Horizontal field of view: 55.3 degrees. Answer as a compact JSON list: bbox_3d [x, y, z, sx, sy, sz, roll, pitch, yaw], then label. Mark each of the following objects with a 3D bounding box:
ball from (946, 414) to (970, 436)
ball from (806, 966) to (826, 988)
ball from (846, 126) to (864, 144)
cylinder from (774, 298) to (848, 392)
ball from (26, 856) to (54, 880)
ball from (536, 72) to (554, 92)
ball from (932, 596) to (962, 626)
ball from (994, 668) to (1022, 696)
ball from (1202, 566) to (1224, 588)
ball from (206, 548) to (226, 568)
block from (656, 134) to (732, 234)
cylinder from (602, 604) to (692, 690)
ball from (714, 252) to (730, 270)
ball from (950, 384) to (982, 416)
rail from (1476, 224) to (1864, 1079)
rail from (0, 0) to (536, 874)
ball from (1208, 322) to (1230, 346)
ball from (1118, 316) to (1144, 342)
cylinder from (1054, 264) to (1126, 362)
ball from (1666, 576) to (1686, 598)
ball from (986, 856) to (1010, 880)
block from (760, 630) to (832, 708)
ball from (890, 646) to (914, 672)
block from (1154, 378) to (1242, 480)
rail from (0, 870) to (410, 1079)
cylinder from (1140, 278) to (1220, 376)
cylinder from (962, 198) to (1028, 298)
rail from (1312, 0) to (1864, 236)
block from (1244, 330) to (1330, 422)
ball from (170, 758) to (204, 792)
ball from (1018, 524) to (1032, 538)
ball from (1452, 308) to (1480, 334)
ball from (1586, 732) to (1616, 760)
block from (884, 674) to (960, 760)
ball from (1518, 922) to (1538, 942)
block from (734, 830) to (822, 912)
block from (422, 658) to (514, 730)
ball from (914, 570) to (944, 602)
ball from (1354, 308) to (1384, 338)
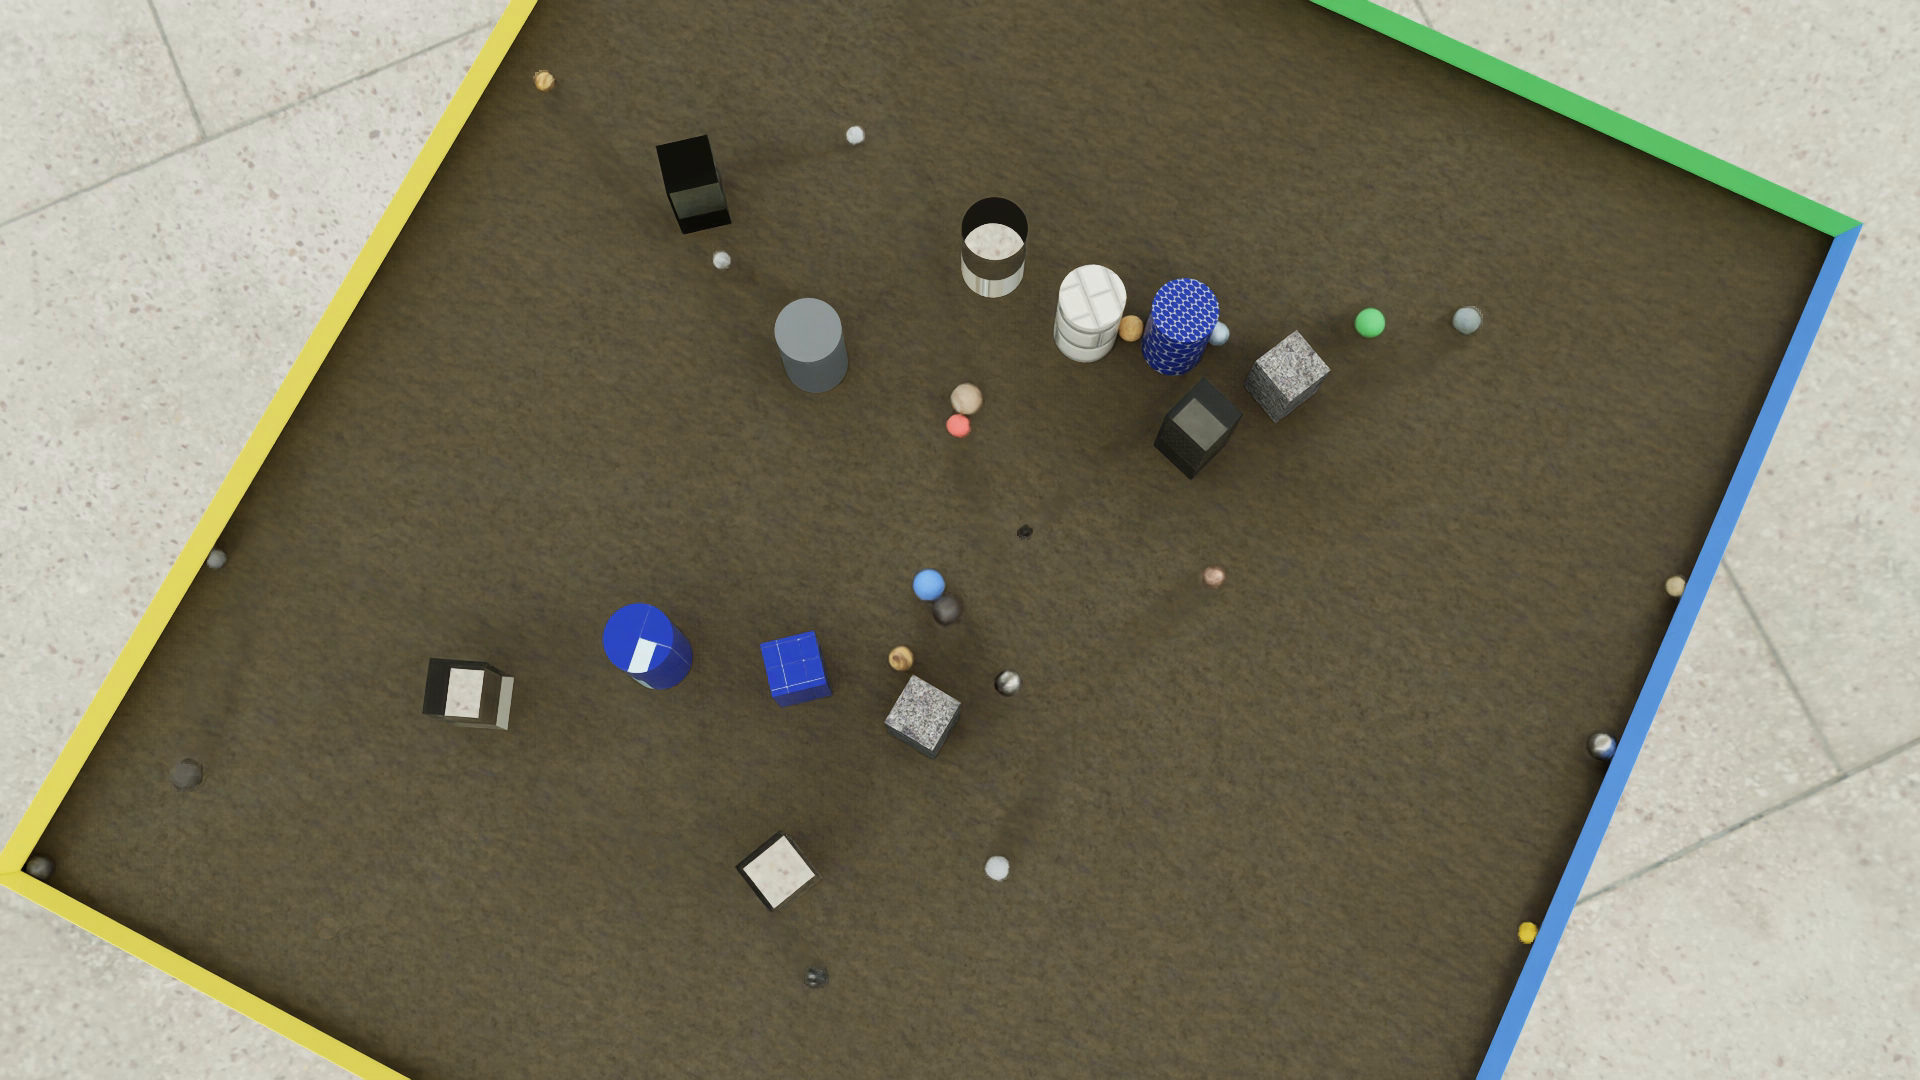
[{"bbox_3d":[-0.006,-0.354,5.654,0.070,0.070,0.070,0,78,0],"label":"ball"},{"bbox_3d":[-0.417,1.269,5.323,0.061,0.061,0.061,0,78,0],"label":"ball"},{"bbox_3d":[-0.337,-1.293,5.856,0.056,0.056,0.056,0,78,0],"label":"ball"},{"bbox_3d":[-0.449,-0.588,5.574,0.199,0.322,0.199,0,78,0],"label":"cylinder"},{"bbox_3d":[-2.700,0.962,5.380,0.070,0.070,0.070,0,78,0],"label":"ball"},{"bbox_3d":[-1.334,-1.471,5.890,0.062,0.062,0.062,0,78,0],"label":"ball"},{"bbox_3d":[-0.039,0.213,5.525,0.092,0.092,0.092,0,78,0],"label":"ball"},{"bbox_3d":[0.145,0.427,5.485,0.084,0.084,0.084,0,78,0],"label":"ball"},{"bbox_3d":[0.767,0.113,5.558,0.069,0.069,0.069,0,78,0],"label":"ball"},{"bbox_3d":[-2.263,0.055,5.576,0.058,0.058,0.058,0,78,0],"label":"ball"},{"bbox_3d":[-0.821,-1.097,5.675,0.159,0.331,0.159,-13,79,-3],"label":"block"},{"bbox_3d":[-0.907,0.315,5.354,0.199,0.386,0.199,0,78,0],"label":"cylinder"},{"bbox_3d":[-0.749,-0.880,5.771,0.054,0.054,0.054,0,78,0],"label":"ball"},{"bbox_3d":[0.021,-0.435,5.656,0.099,0.099,0.099,0,78,0],"label":"ball"},{"bbox_3d":[1.825,0.900,5.363,0.045,0.129,4.296,26,80,5],"label":"rail"},{"bbox_3d":[-1.825,-0.887,5.733,0.045,0.129,4.296,26,80,5],"label":"rail"},{"bbox_3d":[0.801,-0.643,5.711,0.075,0.075,0.075,0,78,0],"label":"ball"},{"bbox_3d":[0.533,-0.660,5.711,0.082,0.082,0.082,0,78,0],"label":"ball"},{"bbox_3d":[0.392,-0.686,5.586,0.199,0.338,0.199,0,78,0],"label":"cylinder"},{"bbox_3d":[2.172,0.143,5.555,0.062,0.062,0.062,0,78,0],"label":"ball"},{"bbox_3d":[0.110,0.962,5.382,0.071,0.071,0.071,0,78,0],"label":"ball"},{"bbox_3d":[-0.479,0.383,5.398,0.159,0.272,0.159,-14,79,-3],"label":"block"},{"bbox_3d":[-0.176,0.357,5.505,0.075,0.075,0.075,0,78,0],"label":"ball"},{"bbox_3d":[0.711,-0.330,5.503,0.159,0.357,0.159,44,82,8],"label":"block"},{"bbox_3d":[-0.950,1.868,5.163,4.128,0.129,0.045,26,80,5],"label":"rail"},{"bbox_3d":[0.666,-0.645,5.577,0.199,0.338,0.199,0,78,0],"label":"cylinder"},{"bbox_3d":[0.104,-0.895,5.630,0.199,0.336,0.199,0,78,0],"label":"cylinder"},{"bbox_3d":[0.950,-1.854,5.934,4.128,0.129,0.045,26,80,5],"label":"rail"},{"bbox_3d":[0.995,-0.495,5.592,0.159,0.248,0.159,-37,81,-7],"label":"block"},{"bbox_3d":[-2.287,0.696,5.424,0.096,0.096,0.096,0,78,0],"label":"ball"},{"bbox_3d":[0.201,-0.028,5.601,0.042,0.042,0.042,0,78,0],"label":"ball"},{"bbox_3d":[1.580,-0.684,5.716,0.083,0.083,0.083,0,78,0],"label":"ball"},{"bbox_3d":[1.907,0.613,5.446,0.085,0.085,0.085,0,78,0],"label":"ball"},{"bbox_3d":[-0.106,0.520,5.352,0.159,0.307,0.159,30,80,6],"label":"block"},{"bbox_3d":[1.659,1.145,5.350,0.058,0.058,0.058,0,78,0],"label":"ball"},{"bbox_3d":[-0.516,0.953,5.256,0.159,0.320,0.159,-39,81,-7],"label":"block"},{"bbox_3d":[-1.431,0.452,5.349,0.159,0.341,0.159,4,78,1],"label":"block"},{"bbox_3d":[-0.094,0.138,5.539,0.095,0.095,0.095,0,78,0],"label":"ball"},{"bbox_3d":[1.276,-0.675,5.709,0.092,0.092,0.092,0,78,0],"label":"ball"}]
